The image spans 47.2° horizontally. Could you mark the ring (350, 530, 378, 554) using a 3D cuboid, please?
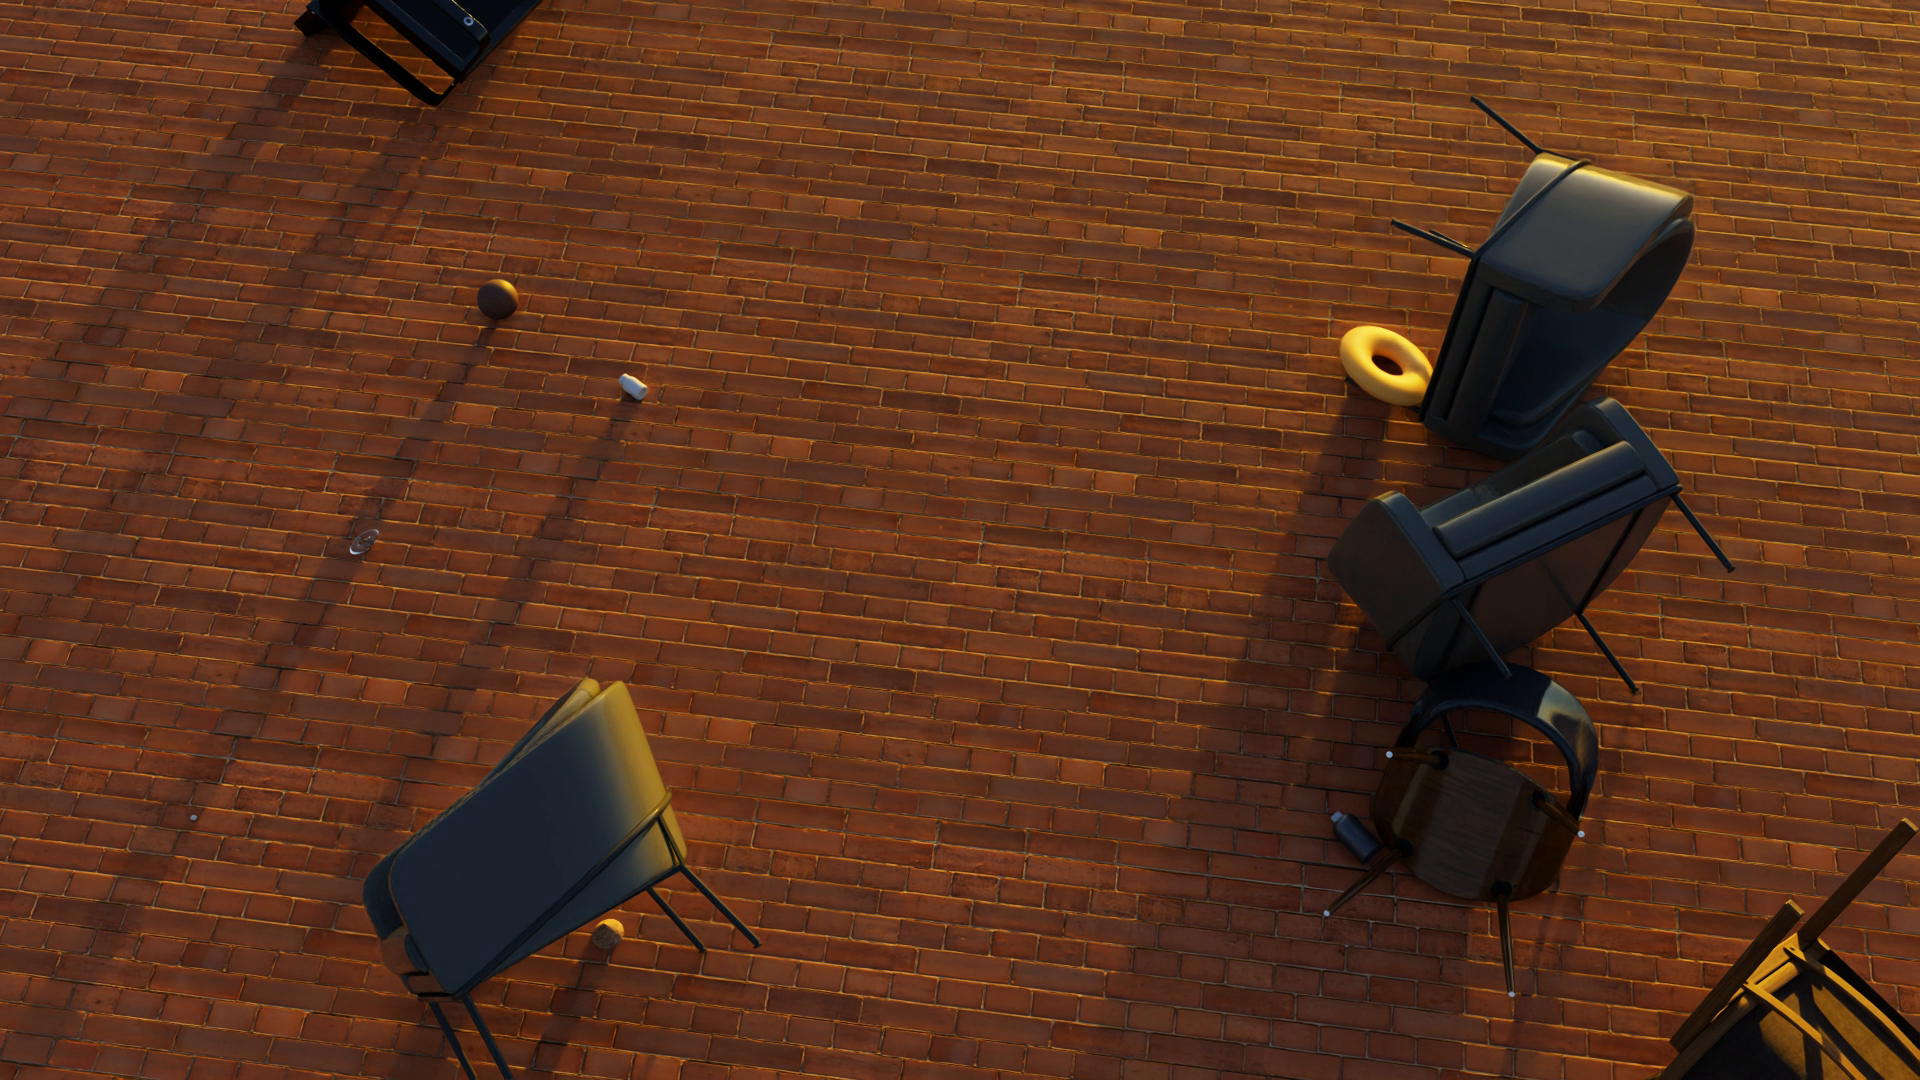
[{"bbox_3d":[-1.776,0.005,6.558,0.052,0.022,0.105,34,62,20],"label":"ring"}]

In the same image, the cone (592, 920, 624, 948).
[{"bbox_3d":[-0.939,1.032,5.840,0.082,0.068,0.088,30,61,19],"label":"cone"}]

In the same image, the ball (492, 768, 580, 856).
[{"bbox_3d":[-1.145,0.736,5.938,0.236,0.236,0.236,0,56,0],"label":"ball"}]

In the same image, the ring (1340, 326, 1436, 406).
[{"bbox_3d":[1.333,-0.544,6.862,0.282,0.064,0.380,-7,45,-19],"label":"ring"}]
